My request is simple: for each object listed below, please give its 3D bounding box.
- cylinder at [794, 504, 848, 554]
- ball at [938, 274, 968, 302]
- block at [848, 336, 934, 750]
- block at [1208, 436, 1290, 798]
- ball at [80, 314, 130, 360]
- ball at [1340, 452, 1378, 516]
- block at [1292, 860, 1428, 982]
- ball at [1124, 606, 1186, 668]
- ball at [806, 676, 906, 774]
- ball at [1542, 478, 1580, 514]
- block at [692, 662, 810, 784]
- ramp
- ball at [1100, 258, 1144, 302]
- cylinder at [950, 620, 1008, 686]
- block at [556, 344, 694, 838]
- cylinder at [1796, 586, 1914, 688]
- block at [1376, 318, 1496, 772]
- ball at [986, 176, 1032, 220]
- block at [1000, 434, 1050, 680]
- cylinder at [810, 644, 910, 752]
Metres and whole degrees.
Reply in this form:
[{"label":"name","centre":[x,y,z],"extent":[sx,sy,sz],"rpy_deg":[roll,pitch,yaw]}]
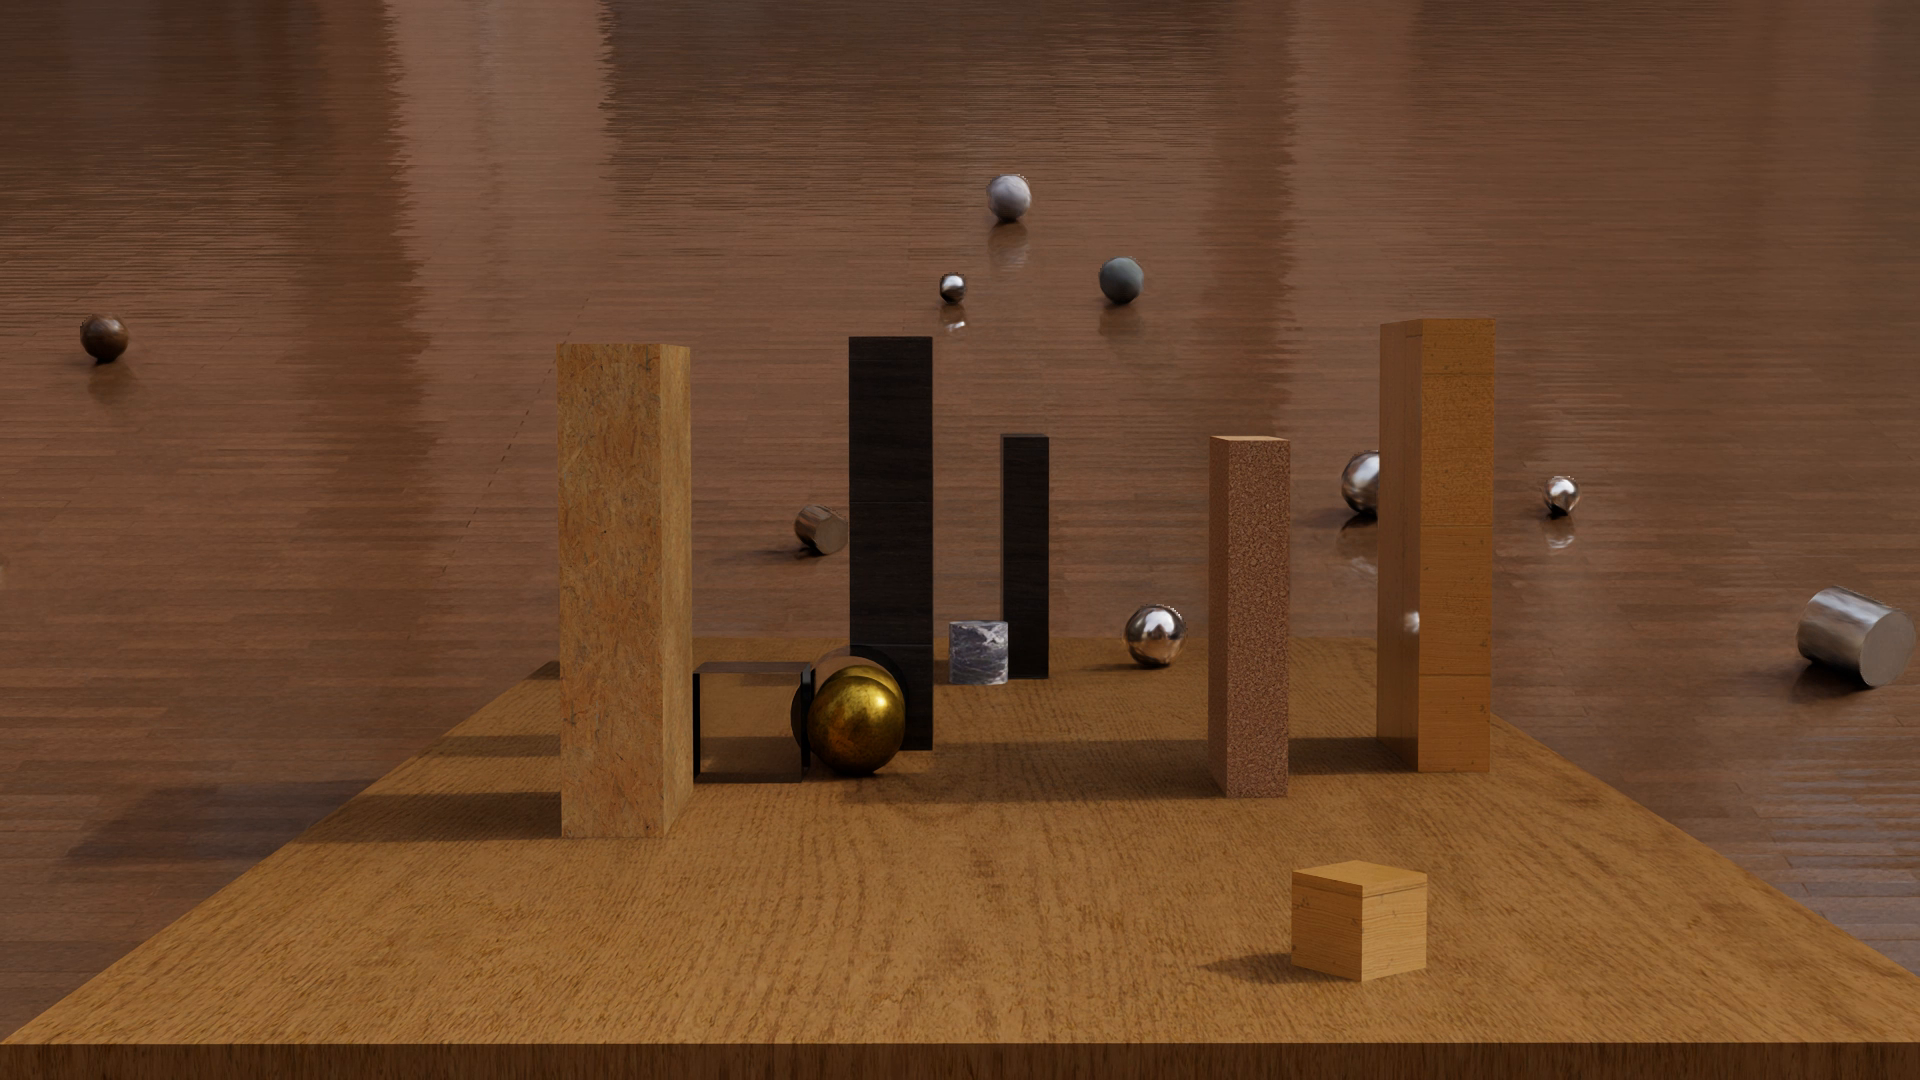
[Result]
[{"label":"cylinder","centre":[-0.400,-0.031,7.406],"extent":[0.115,0.115,0.115],"rpy_deg":[-13,24,-31]},{"label":"ball","centre":[-0.028,-0.982,10.029],"extent":[0.111,0.111,0.111],"rpy_deg":[0,20,0]},{"label":"block","centre":[-0.122,0.000,4.645],"extent":[0.146,0.730,0.262],"rpy_deg":[0,4,0]},{"label":"block","centre":[0.466,0.115,4.159],"extent":[0.096,0.560,0.304],"rpy_deg":[0,4,0]},{"label":"ball","centre":[-3.083,-0.733,9.261],"extent":[0.167,0.167,0.167],"rpy_deg":[0,20,0]},{"label":"ball","centre":[1.234,-0.168,7.670],"extent":[0.192,0.192,0.192],"rpy_deg":[0,20,0]},{"label":"block","centre":[0.445,0.423,2.864],"extent":[0.105,0.105,0.105],"rpy_deg":[-3,5,-39]},{"label":"ball","centre":[0.444,0.220,5.852],"extent":[0.140,0.140,0.140],"rpy_deg":[0,20,0]},{"label":"ball","centre":[-0.173,0.307,4.261],"extent":[0.164,0.164,0.164],"rpy_deg":[0,20,0]},{"label":"ball","centre":[1.803,-0.134,7.700],"extent":[0.107,0.107,0.107],"rpy_deg":[0,20,0]},{"label":"block","centre":[-0.345,0.300,4.256],"extent":[0.179,0.179,0.179],"rpy_deg":[0,4,2]},{"label":"ramp","centre":[0.047,0.422,4.534],"extent":[2.000,0.100,4.000],"rpy_deg":[0,4,0]},{"label":"ball","centre":[0.632,-1.014,10.024],"extent":[0.175,0.175,0.175],"rpy_deg":[0,20,0]},{"label":"cylinder","centre":[0.040,0.243,5.571],"extent":[0.128,0.128,0.128],"rpy_deg":[0,4,0]},{"label":"block","centre":[-0.498,0.061,3.864],"extent":[0.146,0.705,0.415],"rpy_deg":[0,4,0]},{"label":"cylinder","centre":[2.274,0.245,6.521],"extent":[0.202,0.202,0.202],"rpy_deg":[-12,23,-29]},{"label":"block","centre":[0.823,-0.002,4.473],"extent":[0.119,0.754,0.425],"rpy_deg":[0,4,0]},{"label":"ball","centre":[0.217,-1.517,11.375],"extent":[0.197,0.197,0.197],"rpy_deg":[0,20,0]},{"label":"block","centre":[0.144,0.028,5.804],"extent":[0.099,0.529,0.402],"rpy_deg":[0,4,0]},{"label":"cylinder","centre":[-0.185,0.284,4.436],"extent":[0.189,0.189,0.189],"rpy_deg":[0,4,1]}]
